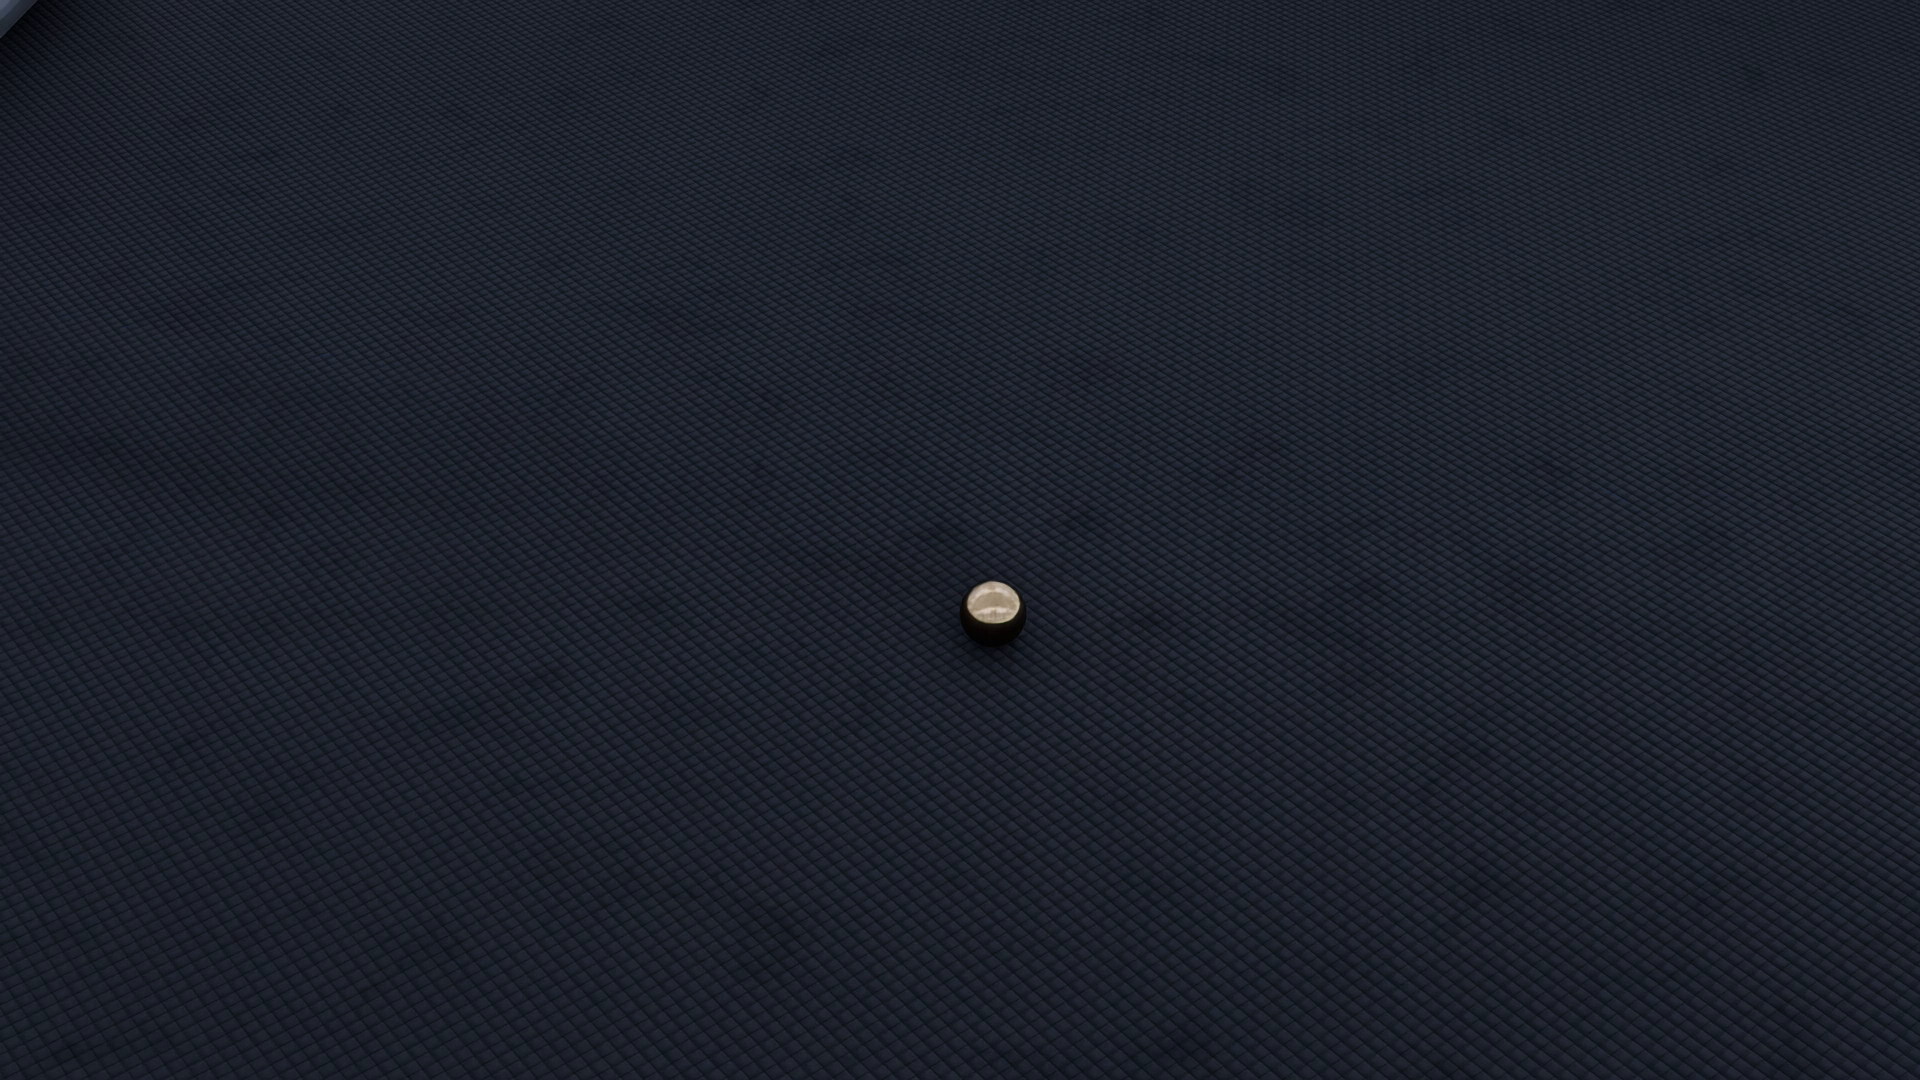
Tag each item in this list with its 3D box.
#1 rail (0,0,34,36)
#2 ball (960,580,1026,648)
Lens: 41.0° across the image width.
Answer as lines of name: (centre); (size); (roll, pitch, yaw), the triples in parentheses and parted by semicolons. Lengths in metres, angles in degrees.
rail: (-0.963, -0.089, 1.786); (0.045, 0.112, 2.379); (4, 36, 5)
ball: (0.021, 0.047, 1.657); (0.044, 0.044, 0.044); (0, 36, 0)
